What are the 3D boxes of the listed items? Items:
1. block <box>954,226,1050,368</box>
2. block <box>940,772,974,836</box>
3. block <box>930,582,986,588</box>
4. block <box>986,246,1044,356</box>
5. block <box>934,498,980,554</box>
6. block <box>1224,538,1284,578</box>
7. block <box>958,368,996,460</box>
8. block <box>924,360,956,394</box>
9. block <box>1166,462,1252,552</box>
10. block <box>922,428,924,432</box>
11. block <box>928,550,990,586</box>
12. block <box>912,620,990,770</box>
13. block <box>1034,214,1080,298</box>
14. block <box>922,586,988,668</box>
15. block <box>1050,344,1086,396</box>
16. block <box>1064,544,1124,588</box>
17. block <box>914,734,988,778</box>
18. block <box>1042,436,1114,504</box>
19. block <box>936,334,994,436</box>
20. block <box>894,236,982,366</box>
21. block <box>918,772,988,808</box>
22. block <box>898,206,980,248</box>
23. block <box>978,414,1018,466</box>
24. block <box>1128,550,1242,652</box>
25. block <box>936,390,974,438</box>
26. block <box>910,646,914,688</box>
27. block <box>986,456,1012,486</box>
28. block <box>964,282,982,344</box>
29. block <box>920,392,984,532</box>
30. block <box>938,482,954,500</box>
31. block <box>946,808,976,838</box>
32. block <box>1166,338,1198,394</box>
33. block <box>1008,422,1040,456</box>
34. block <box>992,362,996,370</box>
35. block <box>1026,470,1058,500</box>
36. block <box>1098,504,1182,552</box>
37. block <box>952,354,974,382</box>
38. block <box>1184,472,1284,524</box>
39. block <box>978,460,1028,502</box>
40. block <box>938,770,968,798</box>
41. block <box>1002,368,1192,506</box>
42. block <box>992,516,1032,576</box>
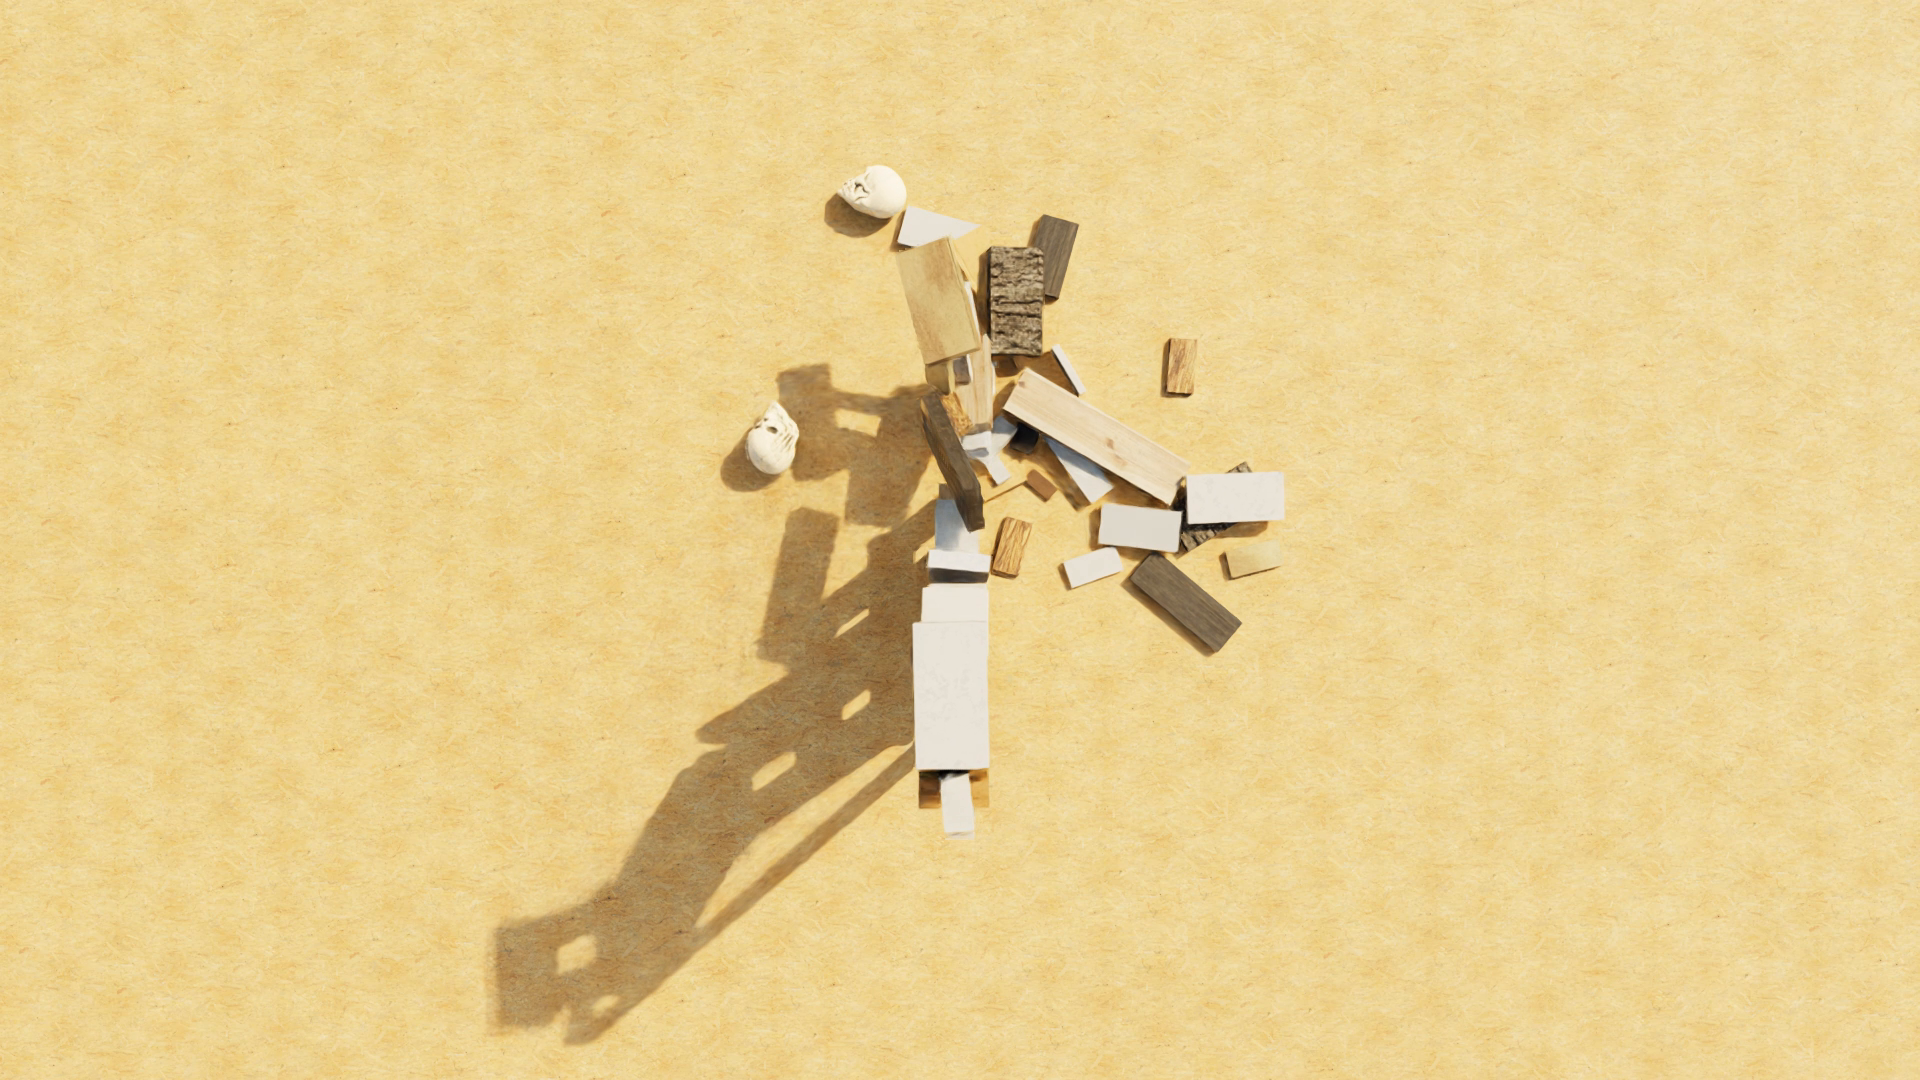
[{"bbox_3d":[0.128,-0.802,5.458,0.127,0.036,0.468,-30,94,-5],"label":"block"},{"bbox_3d":[-0.008,0.644,4.030,0.072,0.021,0.145,-5,66,-2],"label":"block"},{"bbox_3d":[-0.007,0.279,4.584,0.159,0.045,0.318,1,91,0],"label":"block"},{"bbox_3d":[0.180,-0.783,5.418,0.176,0.050,0.351,1,89,-11],"label":"block"},{"bbox_3d":[-0.010,0.011,4.929,0.132,0.037,0.264,2,91,0],"label":"block"},{"bbox_3d":[0.979,0.060,5.487,0.180,0.026,0.090,-14,90,0],"label":"block"},{"bbox_3d":[0.016,-0.405,5.256,0.171,0.048,0.341,-8,54,18],"label":"block"},{"bbox_3d":[-0.066,-0.535,5.108,0.094,0.187,0.027,29,65,20],"label":"block"},{"bbox_3d":[0.851,-0.111,5.477,0.318,0.045,0.159,-31,90,0],"label":"block"},{"bbox_3d":[-0.043,-0.363,5.489,0.150,0.021,0.075,27,90,0],"label":"block"},{"bbox_3d":[-0.002,0.082,4.737,0.171,0.341,0.048,6,82,1],"label":"block"},{"bbox_3d":[-0.021,0.360,3.839,0.170,0.048,0.339,-1,91,0],"label":"block"},{"bbox_3d":[0.301,-0.942,5.482,0.127,0.036,0.254,16,90,0],"label":"block"},{"bbox_3d":[-0.015,0.266,4.406,0.180,0.359,0.051,2,130,0],"label":"block"},{"bbox_3d":[0.358,-0.561,5.455,0.025,0.090,0.180,-31,90,0],"label":"block"},{"bbox_3d":[0.443,0.087,5.487,0.181,0.026,0.090,-19,90,0],"label":"block"},{"bbox_3d":[-0.019,0.528,4.034,0.170,0.339,0.048,-1,72,0],"label":"block"},{"bbox_3d":[0.388,-0.258,5.463,0.090,0.026,0.280,-36,89,-4],"label":"block"},{"bbox_3d":[0.014,-0.486,5.235,0.171,0.048,0.341,-11,58,16],"label":"block"},{"bbox_3d":[-0.066,-0.721,4.993,0.176,0.050,0.351,-17,84,15],"label":"block"},{"bbox_3d":[-0.019,0.504,4.228,0.180,0.051,0.359,-1,91,0],"label":"block"},{"bbox_3d":[-0.068,-1.014,5.482,0.254,0.036,0.127,16,90,0],"label":"block"},{"bbox_3d":[0.111,-0.330,5.474,0.080,0.023,0.160,40,90,22],"label":"block"},{"bbox_3d":[0.749,0.201,5.481,0.382,0.037,0.131,40,90,0],"label":"block"},{"bbox_3d":[-0.032,-0.397,5.154,0.094,0.027,0.187,-29,54,4],"label":"block"},{"bbox_3d":[-0.031,0.324,4.032,0.170,0.339,0.048,1,72,0],"label":"block"},{"bbox_3d":[0.119,-0.240,5.471,0.053,0.015,0.117,-32,68,0],"label":"block"},{"bbox_3d":[-0.018,-0.698,5.124,0.131,0.261,0.037,6,53,16],"label":"block"},{"bbox_3d":[-0.024,-0.235,4.893,0.050,0.175,0.435,-16,48,-9],"label":"block"},{"bbox_3d":[-0.006,-0.058,5.233,0.123,0.035,0.247,0,91,1],"label":"block"},{"bbox_3d":[0.002,0.651,4.757,0.072,1.489,0.021,0,95,0],"label":"block"},{"bbox_3d":[0.738,-0.579,5.487,0.090,0.026,0.180,4,90,0],"label":"block"},{"bbox_3d":[0.227,-0.369,5.481,0.080,0.023,0.160,22,89,8],"label":"block"},{"bbox_3d":[0.093,-0.532,5.470,0.017,0.059,0.117,15,90,-11],"label":"block"},{"bbox_3d":[0.270,-0.184,5.493,0.105,0.015,0.053,40,90,0],"label":"block"},{"bbox_3d":[0.596,-0.042,5.455,0.261,0.037,0.131,7,96,9],"label":"block"},{"bbox_3d":[-0.020,-0.573,5.142,0.094,0.187,0.027,4,50,15],"label":"block"},{"bbox_3d":[0.904,-0.140,5.429,0.318,0.045,0.159,-2,92,-1],"label":"block"},{"bbox_3d":[0.135,-0.197,5.480,0.160,0.023,0.080,-27,77,0],"label":"block"},{"bbox_3d":[-0.015,0.612,4.136,0.072,0.145,0.021,-1,61,0],"label":"block"},{"bbox_3d":[0.451,-0.338,5.441,0.634,0.045,0.159,30,80,-4],"label":"block"},{"bbox_3d":[0.175,0.020,5.487,0.090,0.026,0.181,15,90,0],"label":"block"}]
